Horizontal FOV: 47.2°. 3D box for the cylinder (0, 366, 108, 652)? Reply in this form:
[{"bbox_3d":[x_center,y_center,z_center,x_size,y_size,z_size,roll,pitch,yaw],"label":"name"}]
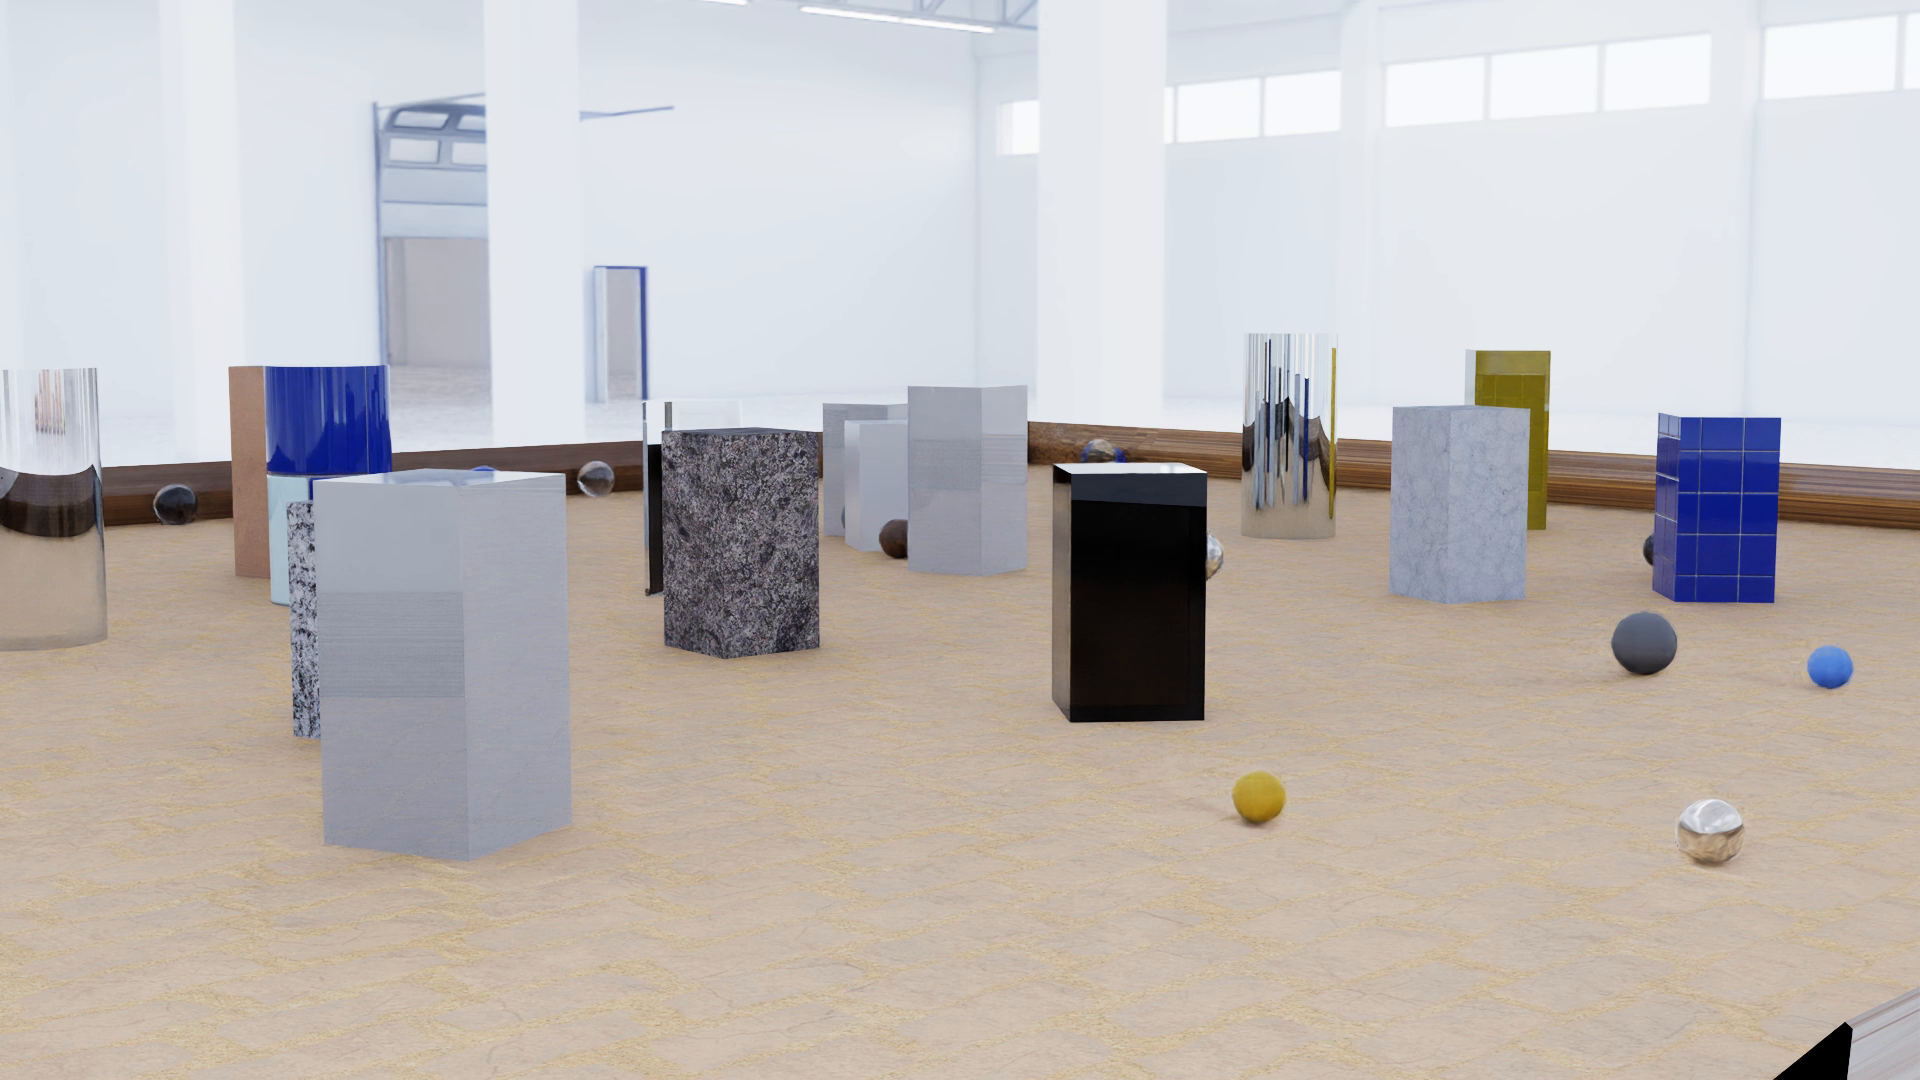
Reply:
[{"bbox_3d":[-1.232,-0.046,2.911,0.183,0.363,0.183,0,6,0],"label":"cylinder"}]

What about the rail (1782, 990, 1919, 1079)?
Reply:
[{"bbox_3d":[1.337,0.184,1.892,4.214,0.119,0.045,-6,8,-42],"label":"rail"}]

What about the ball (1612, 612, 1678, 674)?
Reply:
[{"bbox_3d":[0.828,0.125,2.659,0.076,0.076,0.076,0,6,0],"label":"ball"}]

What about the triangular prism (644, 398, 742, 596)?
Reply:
[{"bbox_3d":[-0.440,-0.072,3.458,0.158,0.298,0.137,-3,7,-26],"label":"triangular prism"}]

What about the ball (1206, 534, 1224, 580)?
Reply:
[{"bbox_3d":[0.386,0.027,3.555,0.081,0.081,0.081,0,6,0],"label":"ball"}]

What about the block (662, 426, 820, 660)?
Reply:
[{"bbox_3d":[-0.286,-0.001,2.865,0.146,0.282,0.146,-5,8,-38],"label":"block"}]

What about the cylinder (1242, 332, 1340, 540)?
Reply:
[{"bbox_3d":[0.639,-0.205,4.265,0.183,0.392,0.183,0,6,0],"label":"cylinder"}]

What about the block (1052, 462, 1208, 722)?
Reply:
[{"bbox_3d":[0.184,0.054,2.419,0.146,0.268,0.146,-1,6,-5],"label":"block"}]

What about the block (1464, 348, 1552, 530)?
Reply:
[{"bbox_3d":[1.101,-0.206,4.441,0.146,0.356,0.146,1,6,5],"label":"block"}]

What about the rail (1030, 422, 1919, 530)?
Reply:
[{"bbox_3d":[1.531,-0.119,4.737,0.045,0.119,3.990,-6,8,-42],"label":"rail"}]

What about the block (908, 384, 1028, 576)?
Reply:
[{"bbox_3d":[0.013,-0.105,3.707,0.146,0.311,0.146,4,7,33],"label":"block"}]

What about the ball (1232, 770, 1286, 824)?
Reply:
[{"bbox_3d":[0.258,0.221,1.899,0.046,0.046,0.046,0,6,0],"label":"ball"}]

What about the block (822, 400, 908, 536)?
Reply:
[{"bbox_3d":[-0.166,-0.140,4.297,0.146,0.257,0.146,3,7,29],"label":"block"}]

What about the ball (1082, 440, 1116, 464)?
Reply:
[{"bbox_3d":[0.367,-0.221,5.814,0.091,0.091,0.091,0,6,0],"label":"ball"}]

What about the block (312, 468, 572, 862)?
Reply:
[{"bbox_3d":[-0.431,0.098,1.846,0.146,0.302,0.146,3,7,24],"label":"block"}]

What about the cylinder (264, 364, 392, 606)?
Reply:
[{"bbox_3d":[-0.951,-0.086,3.322,0.183,0.356,0.183,0,6,0],"label":"cylinder"}]

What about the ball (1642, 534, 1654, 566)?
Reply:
[{"bbox_3d":[1.191,0.017,3.730,0.063,0.063,0.063,0,6,0],"label":"ball"}]

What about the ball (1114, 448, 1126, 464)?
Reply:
[{"bbox_3d":[0.410,-0.214,5.880,0.067,0.067,0.067,0,6,0],"label":"ball"}]

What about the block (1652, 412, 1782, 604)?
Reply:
[{"bbox_3d":[1.156,-0.052,3.366,0.146,0.279,0.146,0,6,5],"label":"block"}]

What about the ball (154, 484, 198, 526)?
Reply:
[{"bbox_3d":[-1.589,-0.072,4.458,0.086,0.086,0.086,0,6,0],"label":"ball"}]

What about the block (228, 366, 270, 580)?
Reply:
[{"bbox_3d":[-1.097,-0.115,3.639,0.146,0.345,0.146,4,7,32],"label":"block"}]

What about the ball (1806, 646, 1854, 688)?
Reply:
[{"bbox_3d":[1.015,0.148,2.564,0.051,0.051,0.051,0,6,0],"label":"ball"}]

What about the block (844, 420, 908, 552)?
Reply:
[{"bbox_3d":[-0.128,-0.103,4.070,0.146,0.231,0.146,-1,6,-14],"label":"block"}]

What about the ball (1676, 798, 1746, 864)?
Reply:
[{"bbox_3d":[0.601,0.233,1.759,0.052,0.052,0.052,0,6,0],"label":"ball"}]

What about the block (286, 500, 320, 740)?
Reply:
[{"bbox_3d":[-0.591,0.080,2.296,0.146,0.243,0.146,3,7,30],"label":"block"}]

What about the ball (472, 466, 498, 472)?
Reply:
[{"bbox_3d":[-1.058,-0.120,4.887,0.090,0.090,0.090,0,6,0],"label":"ball"}]

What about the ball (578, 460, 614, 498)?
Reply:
[{"bbox_3d":[-0.848,-0.142,5.124,0.085,0.085,0.085,0,6,0],"label":"ball"}]

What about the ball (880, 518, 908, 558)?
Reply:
[{"bbox_3d":[-0.107,-0.003,3.886,0.070,0.070,0.070,0,6,0],"label":"ball"}]

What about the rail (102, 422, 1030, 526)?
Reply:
[{"bbox_3d":[-1.337,-0.123,4.773,4.214,0.119,0.045,-6,8,-42],"label":"rail"}]

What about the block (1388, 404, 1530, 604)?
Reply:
[{"bbox_3d":[0.764,-0.058,3.370,0.146,0.289,0.146,-3,7,-24],"label":"block"}]

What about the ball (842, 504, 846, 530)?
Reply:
[{"bbox_3d":[-0.183,-0.043,4.183,0.086,0.086,0.086,0,6,0],"label":"ball"}]
